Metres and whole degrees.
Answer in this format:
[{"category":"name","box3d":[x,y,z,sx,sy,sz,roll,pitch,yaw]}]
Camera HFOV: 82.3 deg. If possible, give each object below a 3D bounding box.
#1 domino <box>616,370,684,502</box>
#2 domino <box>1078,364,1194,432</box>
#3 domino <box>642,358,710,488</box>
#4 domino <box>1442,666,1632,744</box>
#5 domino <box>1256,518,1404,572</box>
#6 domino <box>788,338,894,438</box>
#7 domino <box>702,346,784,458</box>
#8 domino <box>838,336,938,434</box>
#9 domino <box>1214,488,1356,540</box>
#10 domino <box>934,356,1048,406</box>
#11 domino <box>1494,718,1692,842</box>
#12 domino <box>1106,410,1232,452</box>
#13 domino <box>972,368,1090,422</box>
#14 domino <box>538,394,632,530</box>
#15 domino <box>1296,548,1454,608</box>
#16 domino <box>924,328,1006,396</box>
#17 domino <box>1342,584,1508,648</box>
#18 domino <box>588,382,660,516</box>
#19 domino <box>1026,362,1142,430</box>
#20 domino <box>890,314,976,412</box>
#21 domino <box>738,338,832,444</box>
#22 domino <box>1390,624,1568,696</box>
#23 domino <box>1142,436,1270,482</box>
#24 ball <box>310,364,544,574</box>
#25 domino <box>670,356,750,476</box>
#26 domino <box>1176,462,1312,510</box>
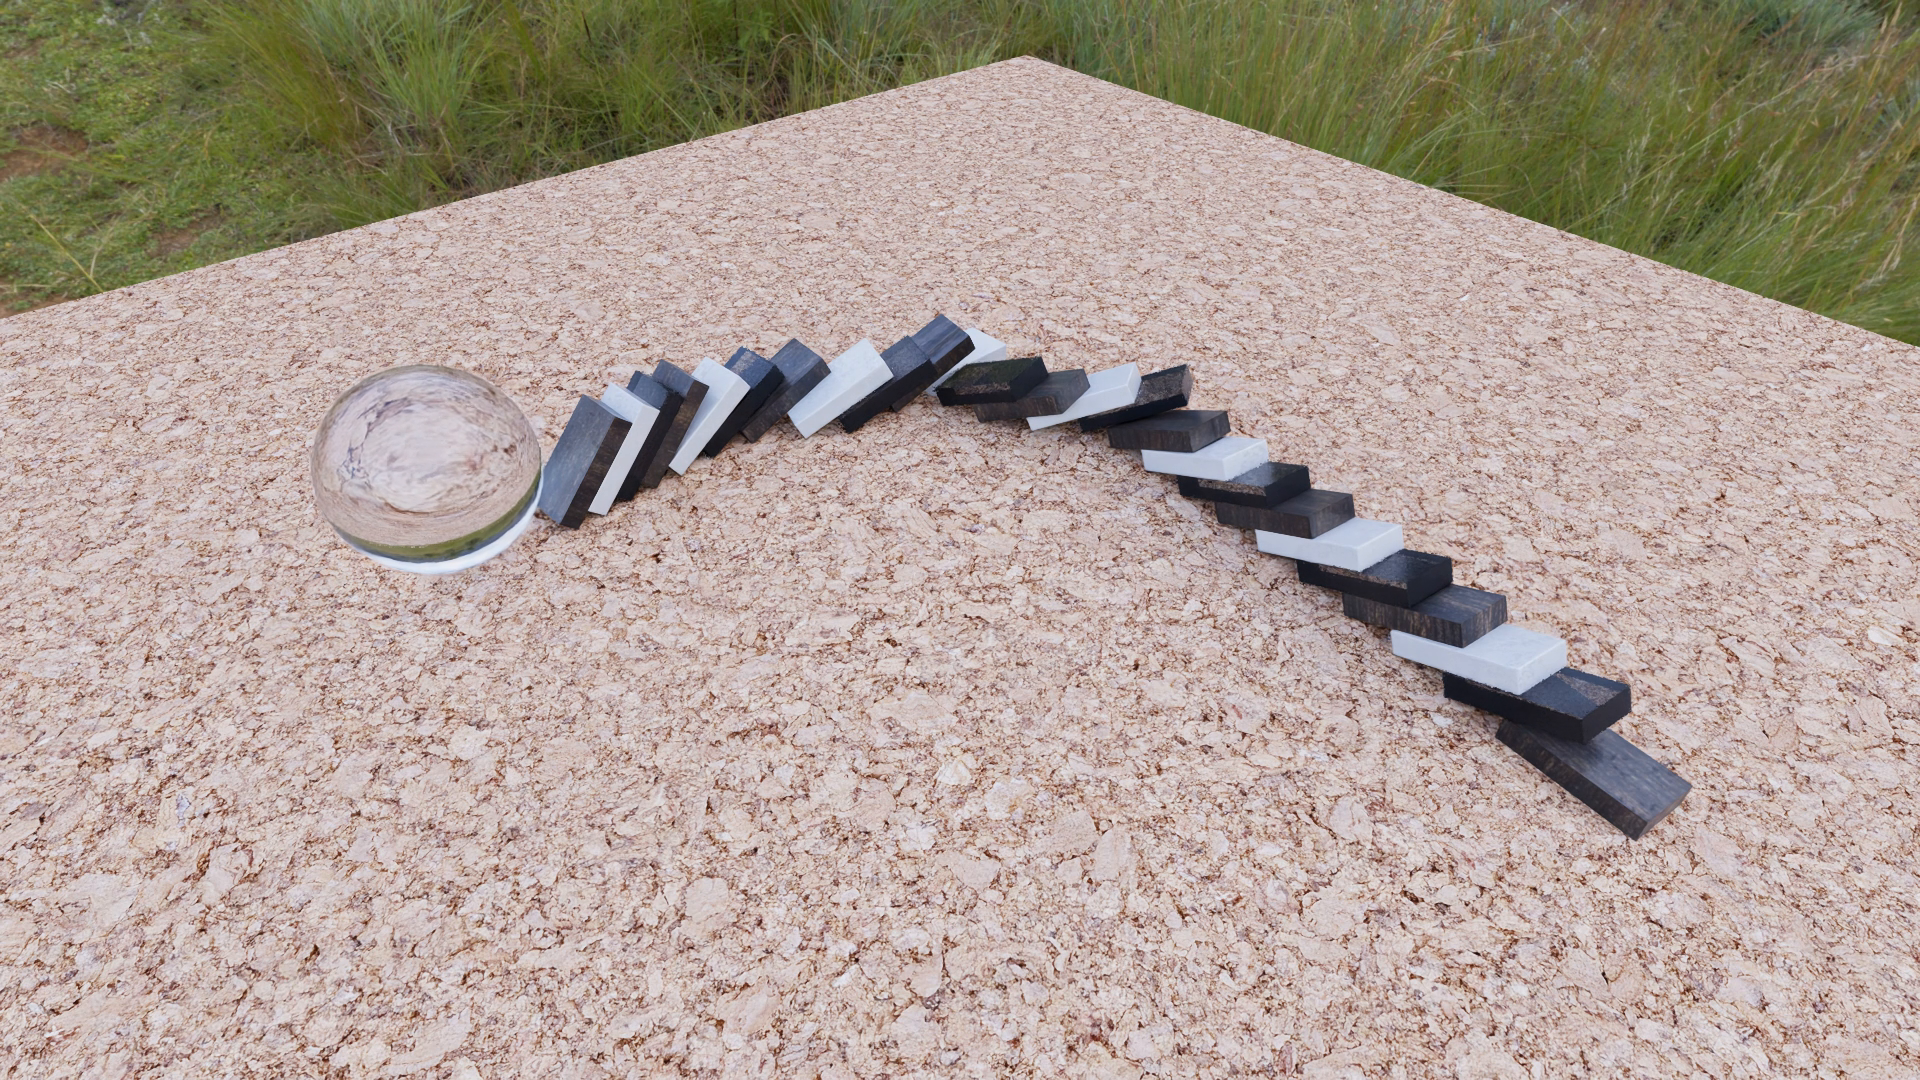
[{"category":"domino","box3d":[-0.140,-0.045,0.472,0.025,0.050,0.009,32,6,33]},{"category":"domino","box3d":[0.080,-0.065,0.505,0.050,0.009,0.025,-13,27,26]},{"category":"domino","box3d":[-0.131,-0.051,0.479,0.025,0.050,0.009,32,6,33]},{"category":"domino","box3d":[0.191,0.050,0.366,0.025,0.009,0.050,-22,20,-24]},{"category":"domino","box3d":[0.143,-0.001,0.428,0.025,0.009,0.050,-23,20,-26]},{"category":"domino","box3d":[-0.058,-0.071,0.512,0.050,0.009,0.025,-35,46,-1]},{"category":"domino","box3d":[-0.106,-0.063,0.503,0.025,0.009,0.050,32,77,33]},{"category":"domino","box3d":[-0.038,-0.074,0.518,0.050,0.010,0.025,-35,46,-2]},{"category":"domino","box3d":[0.130,-0.013,0.443,0.025,0.010,0.050,-24,20,-26]},{"category":"domino","box3d":[0.014,-0.074,0.516,0.050,0.009,0.025,4,37,47]},{"category":"domino","box3d":[0.204,0.071,0.356,0.025,0.010,0.050,-23,45,-25]},{"category":"domino","box3d":[0.092,-0.049,0.487,0.025,0.010,0.050,-28,21,-30]},{"category":"domino","box3d":[0.032,-0.067,0.507,0.050,0.009,0.025,0,35,44]},{"category":"domino","box3d":[-0.158,-0.033,0.457,0.025,0.050,0.010,32,6,33]},{"category":"domino","box3d":[0.155,0.011,0.414,0.025,0.010,0.050,-23,20,-26]},{"category":"domino","box3d":[-0.003,-0.090,0.554,0.050,0.010,0.025,-31,48,-32]},{"category":"domino","box3d":[0.168,0.024,0.399,0.025,0.009,0.050,-23,21,-26]},{"category":"domino","box3d":[-0.149,-0.039,0.464,0.025,0.050,0.010,32,6,33]},{"category":"domino","box3d":[0.057,-0.066,0.506,0.050,0.009,0.025,-13,27,25]},{"category":"domino","box3d":[-0.020,-0.086,0.532,0.050,0.009,0.025,-40,51,-6]},{"category":"domino","box3d":[-0.087,-0.070,0.513,0.050,0.010,0.025,-44,52,-9]},{"category":"domino","box3d":[0.179,0.037,0.382,0.025,0.009,0.050,-22,20,-24]},{"category":"domino","box3d":[0.104,-0.036,0.472,0.025,0.009,0.050,-24,20,-26]},{"category":"ball","box3d":[-0.202,-0.027,0.421,0.080,0.080,0.080,0,39,0]},{"category":"domino","box3d":[-0.119,-0.056,0.491,0.025,0.009,0.050,32,82,33]},{"category":"domino","box3d":[0.117,-0.024,0.457,0.025,0.009,0.050,-24,20,-26]}]
